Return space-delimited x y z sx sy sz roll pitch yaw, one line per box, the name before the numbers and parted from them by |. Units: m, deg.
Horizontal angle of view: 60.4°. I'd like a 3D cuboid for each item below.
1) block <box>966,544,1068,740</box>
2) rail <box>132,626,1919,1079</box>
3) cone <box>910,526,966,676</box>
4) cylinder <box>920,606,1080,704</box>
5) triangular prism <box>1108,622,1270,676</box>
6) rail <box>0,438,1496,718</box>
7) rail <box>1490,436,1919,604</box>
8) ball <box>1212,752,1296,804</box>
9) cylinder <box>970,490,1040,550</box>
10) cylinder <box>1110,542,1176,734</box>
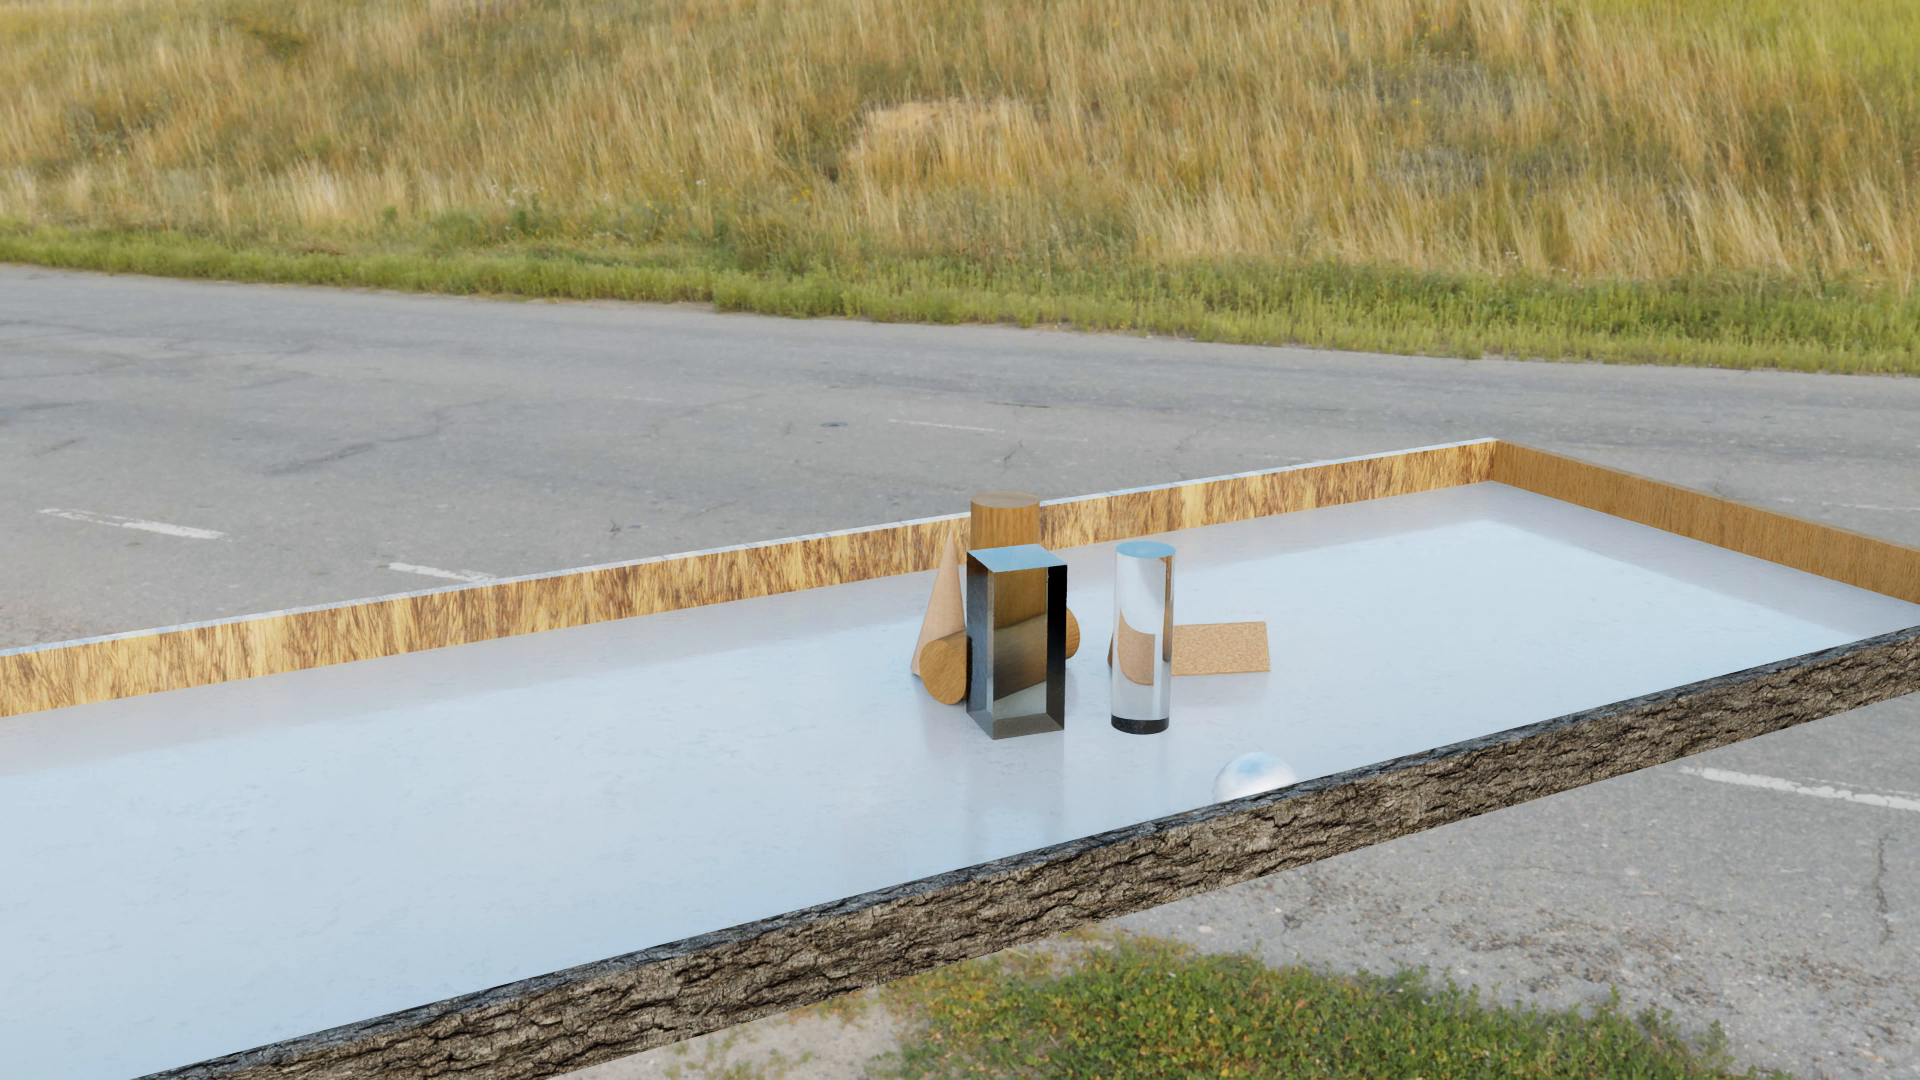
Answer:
block | 0.129 0.234 3.842 0.179 0.404 0.179 -6 17 -19
rail | -2.336 1.006 1.665 12.000 0.150 0.050 -9 18 -27
cone | -0.034 0.143 4.157 0.158 0.391 0.158 4 16 -1
cylinder | 0.104 0.277 4.129 0.161 0.161 0.421 15 22 42
triangular prism | 0.587 0.270 4.228 0.397 0.111 0.129 -2 17 -7
rail | -3.305 0.497 3.399 12.000 0.150 0.050 -9 18 -27
rail | 2.466 -0.048 5.253 0.050 0.150 2.100 -9 18 -27
ball | 0.592 0.513 3.307 0.171 0.171 0.171 0 16 0
cylinder | 0.116 0.087 4.341 0.180 0.404 0.180 0 17 0
cylinder | 0.424 0.227 3.825 0.137 0.427 0.137 0 16 0
